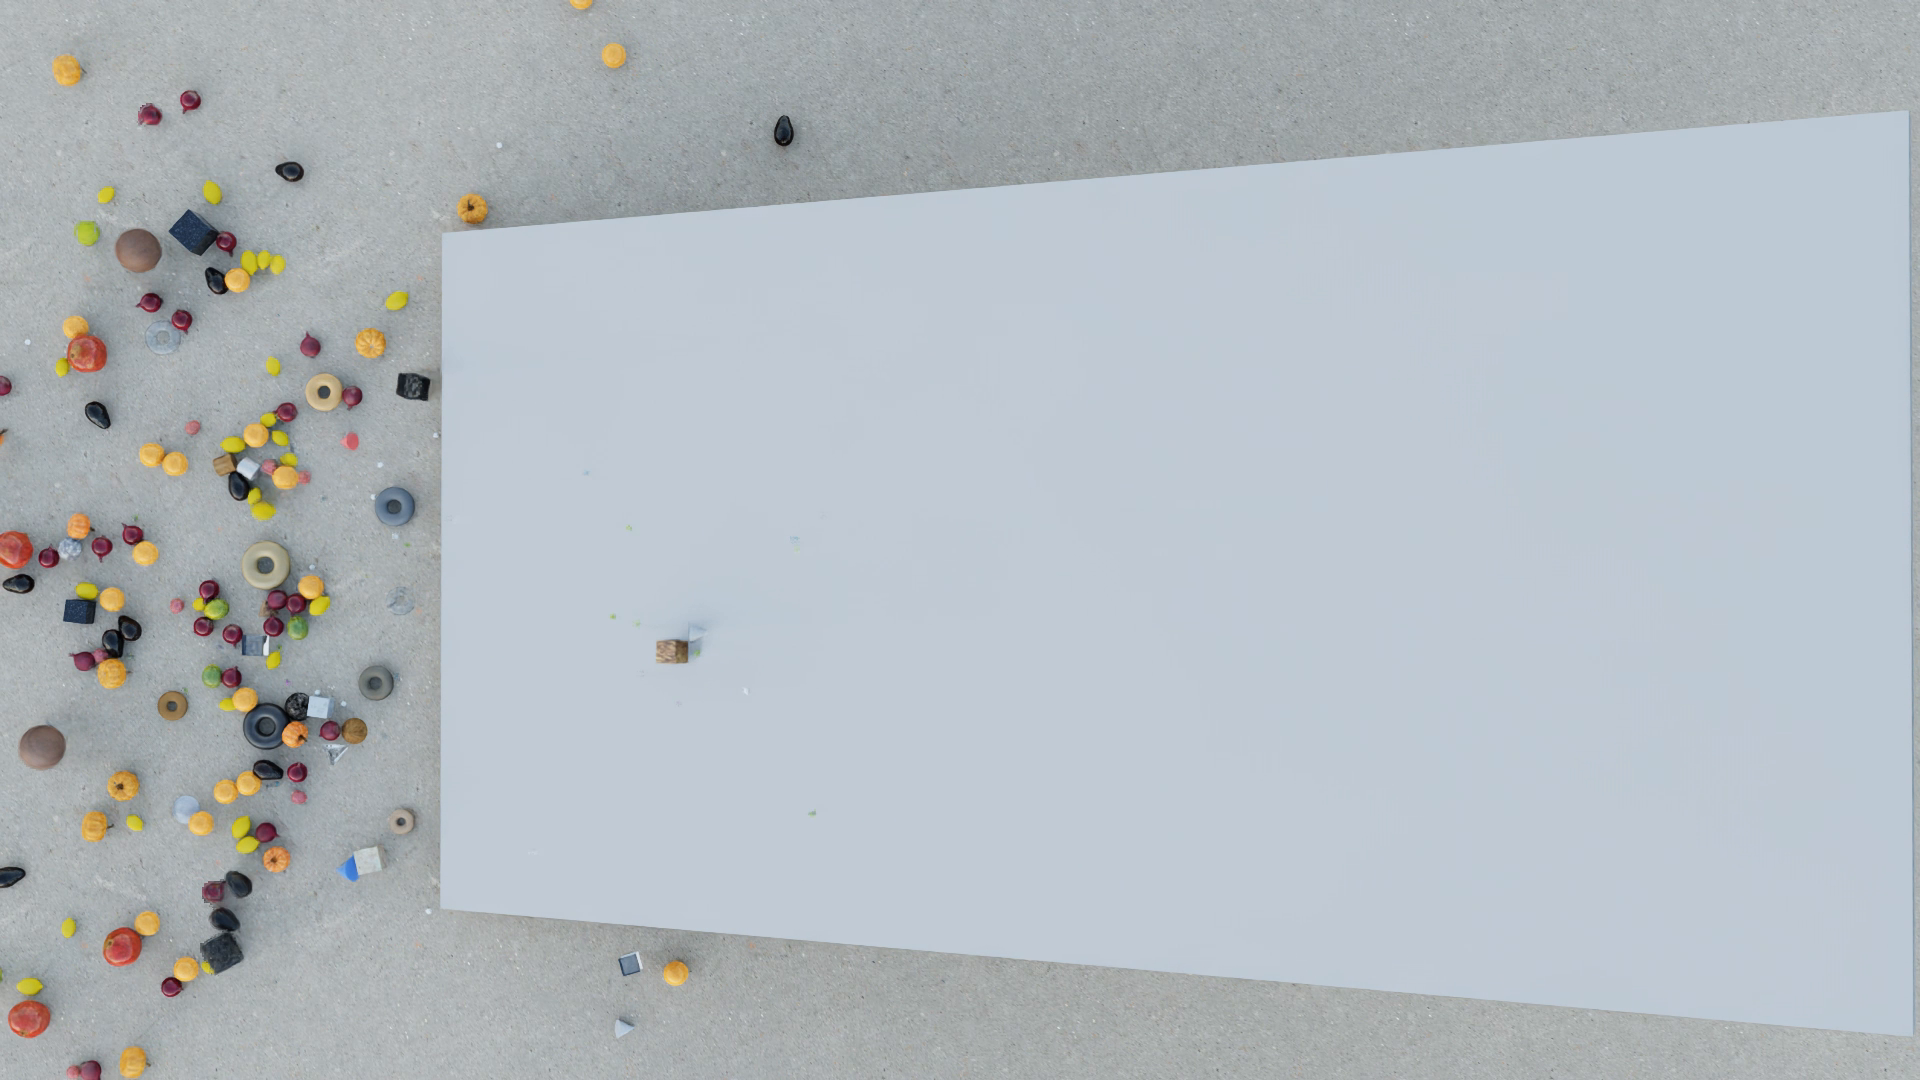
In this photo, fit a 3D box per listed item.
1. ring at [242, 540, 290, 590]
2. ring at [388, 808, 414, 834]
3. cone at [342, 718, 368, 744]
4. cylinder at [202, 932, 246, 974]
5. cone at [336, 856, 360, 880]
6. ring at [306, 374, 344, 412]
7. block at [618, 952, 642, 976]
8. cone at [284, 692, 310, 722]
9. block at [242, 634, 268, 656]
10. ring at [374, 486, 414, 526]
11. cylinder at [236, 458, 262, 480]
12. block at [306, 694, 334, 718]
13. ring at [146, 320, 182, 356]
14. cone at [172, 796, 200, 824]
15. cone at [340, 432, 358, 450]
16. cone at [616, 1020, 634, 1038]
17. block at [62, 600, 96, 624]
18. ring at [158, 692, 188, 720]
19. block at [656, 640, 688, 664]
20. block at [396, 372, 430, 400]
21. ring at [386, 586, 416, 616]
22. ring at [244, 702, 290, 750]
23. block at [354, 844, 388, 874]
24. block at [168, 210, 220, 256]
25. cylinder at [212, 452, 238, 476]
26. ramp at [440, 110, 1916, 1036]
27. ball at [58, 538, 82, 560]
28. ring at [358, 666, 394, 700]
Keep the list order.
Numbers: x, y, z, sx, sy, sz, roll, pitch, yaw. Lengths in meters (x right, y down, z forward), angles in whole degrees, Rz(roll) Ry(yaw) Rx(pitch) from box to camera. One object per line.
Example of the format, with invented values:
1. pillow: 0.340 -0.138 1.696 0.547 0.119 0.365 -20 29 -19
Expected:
1. ring: -2.076 0.076 6.578 0.148 0.049 0.148 0 90 1
2. ring: -1.671 0.843 6.581 0.077 0.026 0.077 0 90 -1
3. cone: -1.816 0.572 6.557 0.079 0.079 0.079 0 89 0
4. cylinder: -2.192 1.228 6.542 0.093 0.093 0.093 -29 88 0
5. cone: -1.841 0.984 6.576 0.072 0.072 0.072 -6 89 27
6. ring: -1.905 -0.443 6.590 0.114 0.038 0.114 0 91 0
7. block: -0.983 1.265 6.563 0.053 0.053 0.053 -16 89 0
8. cone: -1.983 0.500 6.555 0.086 0.086 0.086 0 89 0
9. block: -2.105 0.314 6.570 0.061 0.061 0.061 2 89 0
10. ring: -1.693 -0.100 6.585 0.120 0.040 0.120 0 90 -1
11. cylinder: -2.127 -0.213 6.580 0.052 0.052 0.052 34 89 0
12. block: -1.909 0.498 6.568 0.059 0.059 0.059 8 89 0
13. ring: -2.389 -0.606 6.592 0.109 0.036 0.109 0 91 0
14. cone: -2.320 0.809 6.552 0.084 0.084 0.084 0 89 0
15. cone: -1.842 -0.297 6.595 0.052 0.052 0.052 -1 89 27
16. cone: -0.997 1.460 6.575 0.054 0.054 0.054 3 89 -27
17. block: -2.629 0.214 6.568 0.066 0.066 0.066 7 89 0
18. ring: -2.357 0.497 6.583 0.089 0.030 0.089 0 89 1
19. block: -0.800 0.311 6.113 0.064 0.064 0.064 0 89 26
20. block: -1.631 -0.457 6.557 0.066 0.066 0.066 20 103 41
21. ring: -1.675 0.183 6.587 0.088 0.029 0.088 0 90 -1
22. ring: -2.073 0.557 6.574 0.141 0.047 0.141 0 90 -1
23. block: -1.757 0.952 6.557 0.071 0.071 0.071 -12 89 0
24. block: -2.286 -0.918 6.568 0.091 0.091 0.091 42 90 0
25. cylinder: -2.196 -0.225 6.578 0.055 0.055 0.055 -25 89 10
26. ramp: 0.280 0.080 5.675 4.000 0.100 2.000 0 89 26
27. ball: -2.659 0.027 6.569 0.068 0.068 0.068 0 89 0
28. ring: -1.747 0.428 6.581 0.106 0.035 0.106 0 90 1
